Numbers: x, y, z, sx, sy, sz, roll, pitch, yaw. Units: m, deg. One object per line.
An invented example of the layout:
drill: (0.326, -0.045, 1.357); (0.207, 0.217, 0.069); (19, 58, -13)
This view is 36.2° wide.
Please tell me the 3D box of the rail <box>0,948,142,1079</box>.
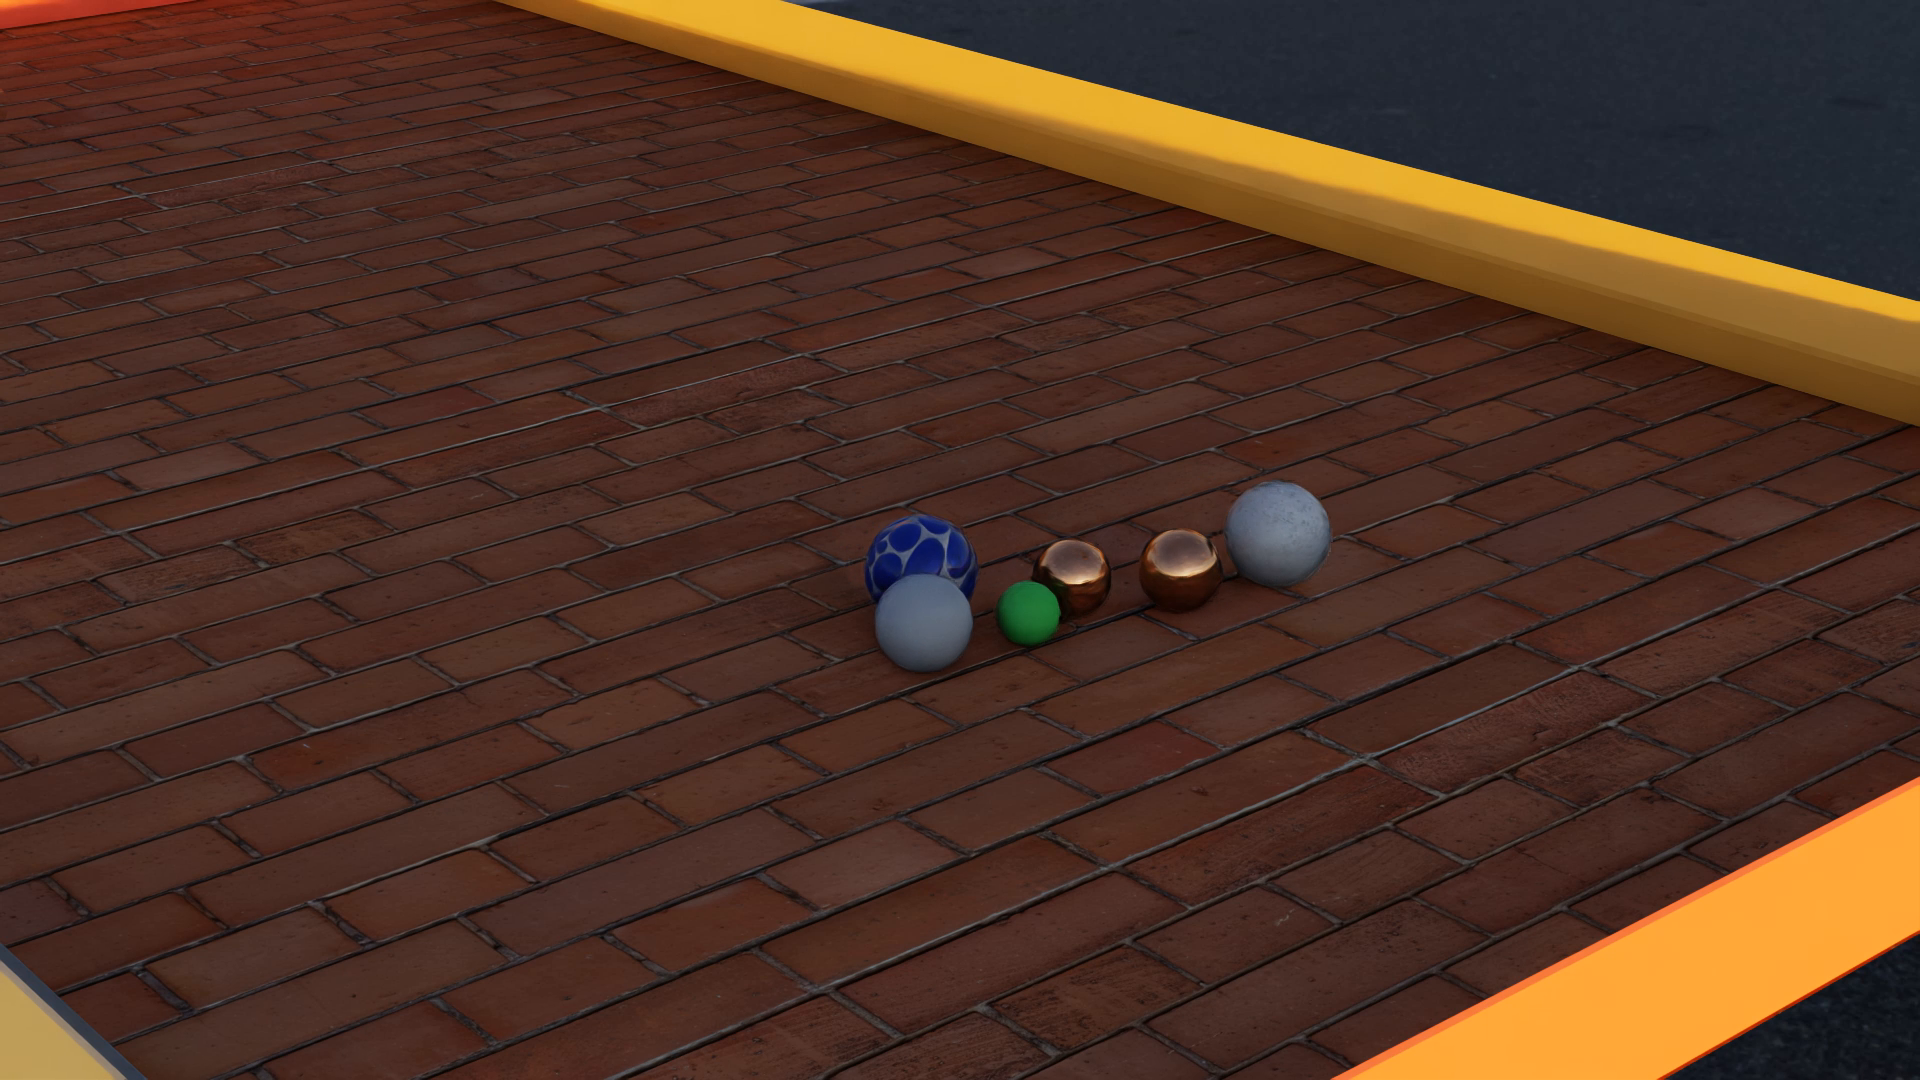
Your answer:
rail: (-1.254, -0.041, 2.487); (0.045, 0.119, 3.405); (-18, 28, -37)

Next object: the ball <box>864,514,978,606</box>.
ball: (-0.031, 0.025, 2.363); (0.091, 0.091, 0.091); (0, 22, 0)

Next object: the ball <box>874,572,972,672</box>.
ball: (-0.029, 0.064, 2.287); (0.077, 0.077, 0.077); (0, 22, 0)

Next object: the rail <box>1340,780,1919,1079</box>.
rail: (0.534, 0.218, 1.852); (1.893, 0.119, 0.045); (-18, 28, -37)

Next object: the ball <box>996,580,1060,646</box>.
ball: (0.054, 0.058, 2.335); (0.051, 0.051, 0.051); (0, 22, 0)

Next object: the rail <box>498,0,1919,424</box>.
rail: (0.155, -0.493, 3.590); (0.045, 0.119, 3.405); (-18, 28, -37)

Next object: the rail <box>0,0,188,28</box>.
rail: (-1.633, -0.752, 4.225); (1.893, 0.119, 0.045); (-18, 28, -37)

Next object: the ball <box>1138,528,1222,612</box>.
ball: (0.179, 0.024, 2.395); (0.069, 0.069, 0.069); (0, 22, 0)

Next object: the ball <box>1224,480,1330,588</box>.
ball: (0.263, -0.005, 2.440); (0.088, 0.088, 0.088); (0, 22, 0)

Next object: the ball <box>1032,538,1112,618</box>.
ball: (0.091, 0.031, 2.384); (0.065, 0.065, 0.065); (0, 22, 0)
